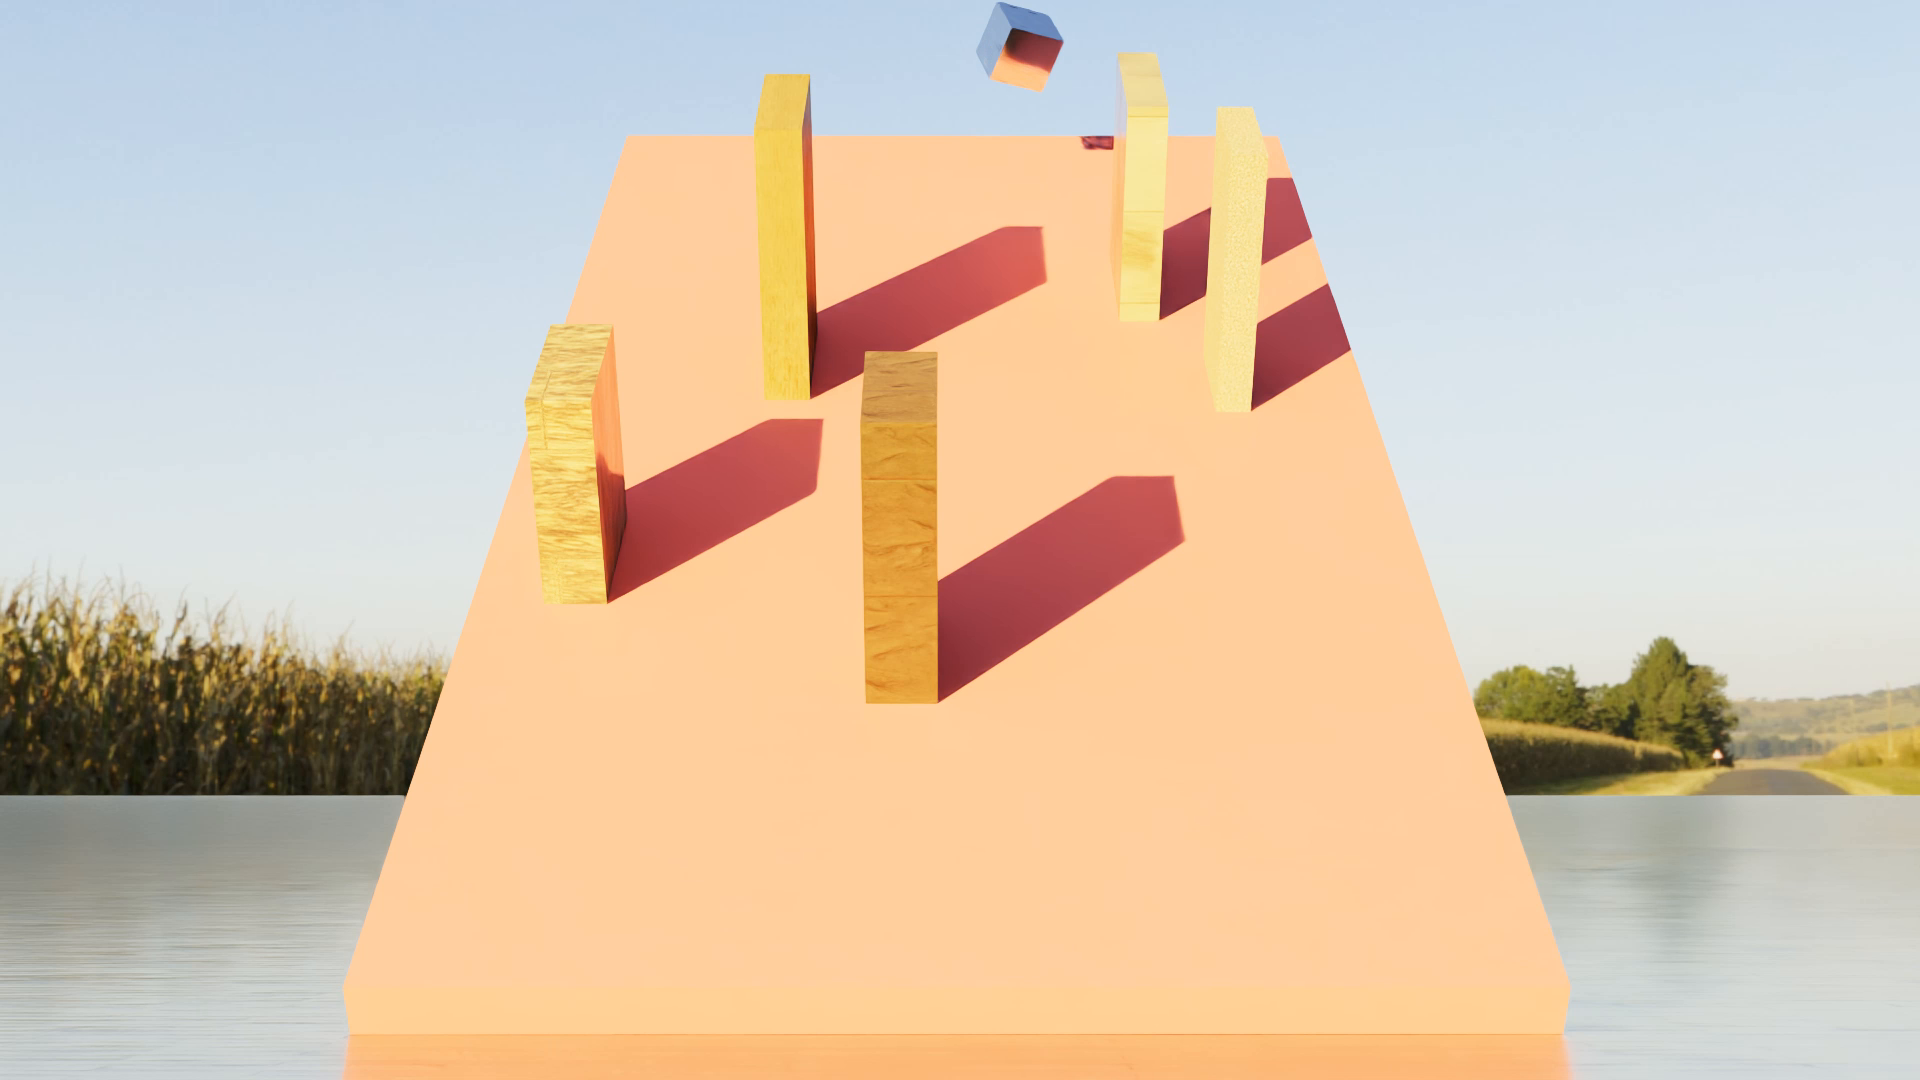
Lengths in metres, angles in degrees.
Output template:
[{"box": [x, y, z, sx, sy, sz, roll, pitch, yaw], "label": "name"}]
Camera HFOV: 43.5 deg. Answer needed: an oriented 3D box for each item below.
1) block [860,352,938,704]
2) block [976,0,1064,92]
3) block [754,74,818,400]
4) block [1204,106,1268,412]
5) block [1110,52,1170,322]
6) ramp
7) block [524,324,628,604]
[{"box": [-0.113, -0.022, 4.632, 0.139, 0.607, 0.303, 0, 30, 0], "label": "block"}, {"box": [0.170, -1.408, 6.879, 0.167, 0.167, 0.167, 10, 35, -24], "label": "block"}, {"box": [-0.416, -0.730, 5.805, 0.108, 0.681, 0.394, 0, 30, 0], "label": "block"}, {"box": [0.653, -0.667, 5.736, 0.083, 0.646, 0.326, 0, 30, 0], "label": "block"}, {"box": [0.461, -0.918, 6.250, 0.102, 0.576, 0.424, 0, 30, 0], "label": "block"}, {"box": [-0.013, -0.213, 5.687, 2.000, 0.100, 4.000, 0, 30, 0], "label": "ramp"}, {"box": [-0.794, -0.160, 5.014, 0.130, 0.467, 0.366, 0, 30, 0], "label": "block"}]
